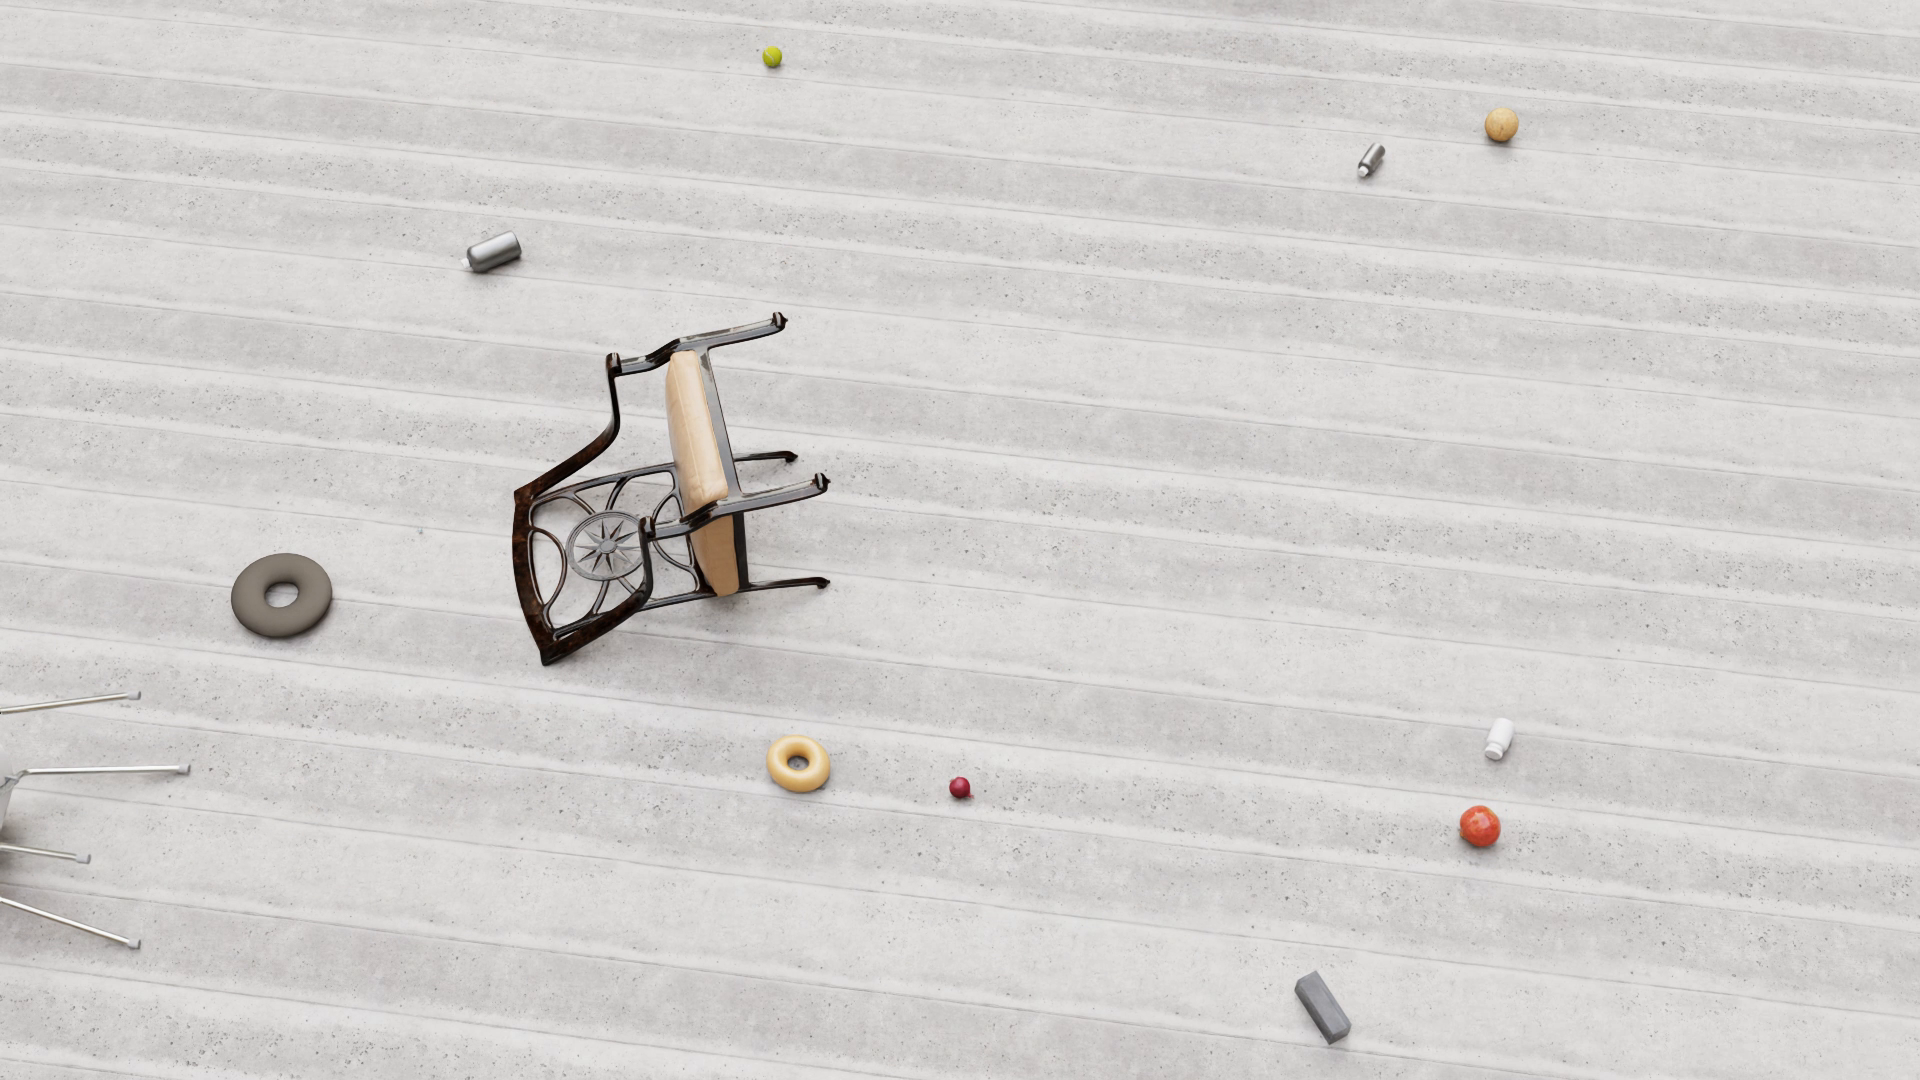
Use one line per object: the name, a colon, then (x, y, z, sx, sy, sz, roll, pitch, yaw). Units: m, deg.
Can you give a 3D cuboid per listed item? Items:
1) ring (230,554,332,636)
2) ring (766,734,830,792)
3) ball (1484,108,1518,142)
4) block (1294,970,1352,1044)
ring: (-1.982, 0.160, 6.425, 0.296, 0.070, 0.279, 20, 59, 12)
ring: (-0.449, 0.620, 6.113, 0.186, 0.076, 0.161, 24, 61, 14)
ball: (1.835, -1.408, 7.451, 0.113, 0.113, 0.113, 0, 56, 0)
block: (0.943, 1.215, 5.715, 0.058, 0.073, 0.169, -24, 59, -15)
